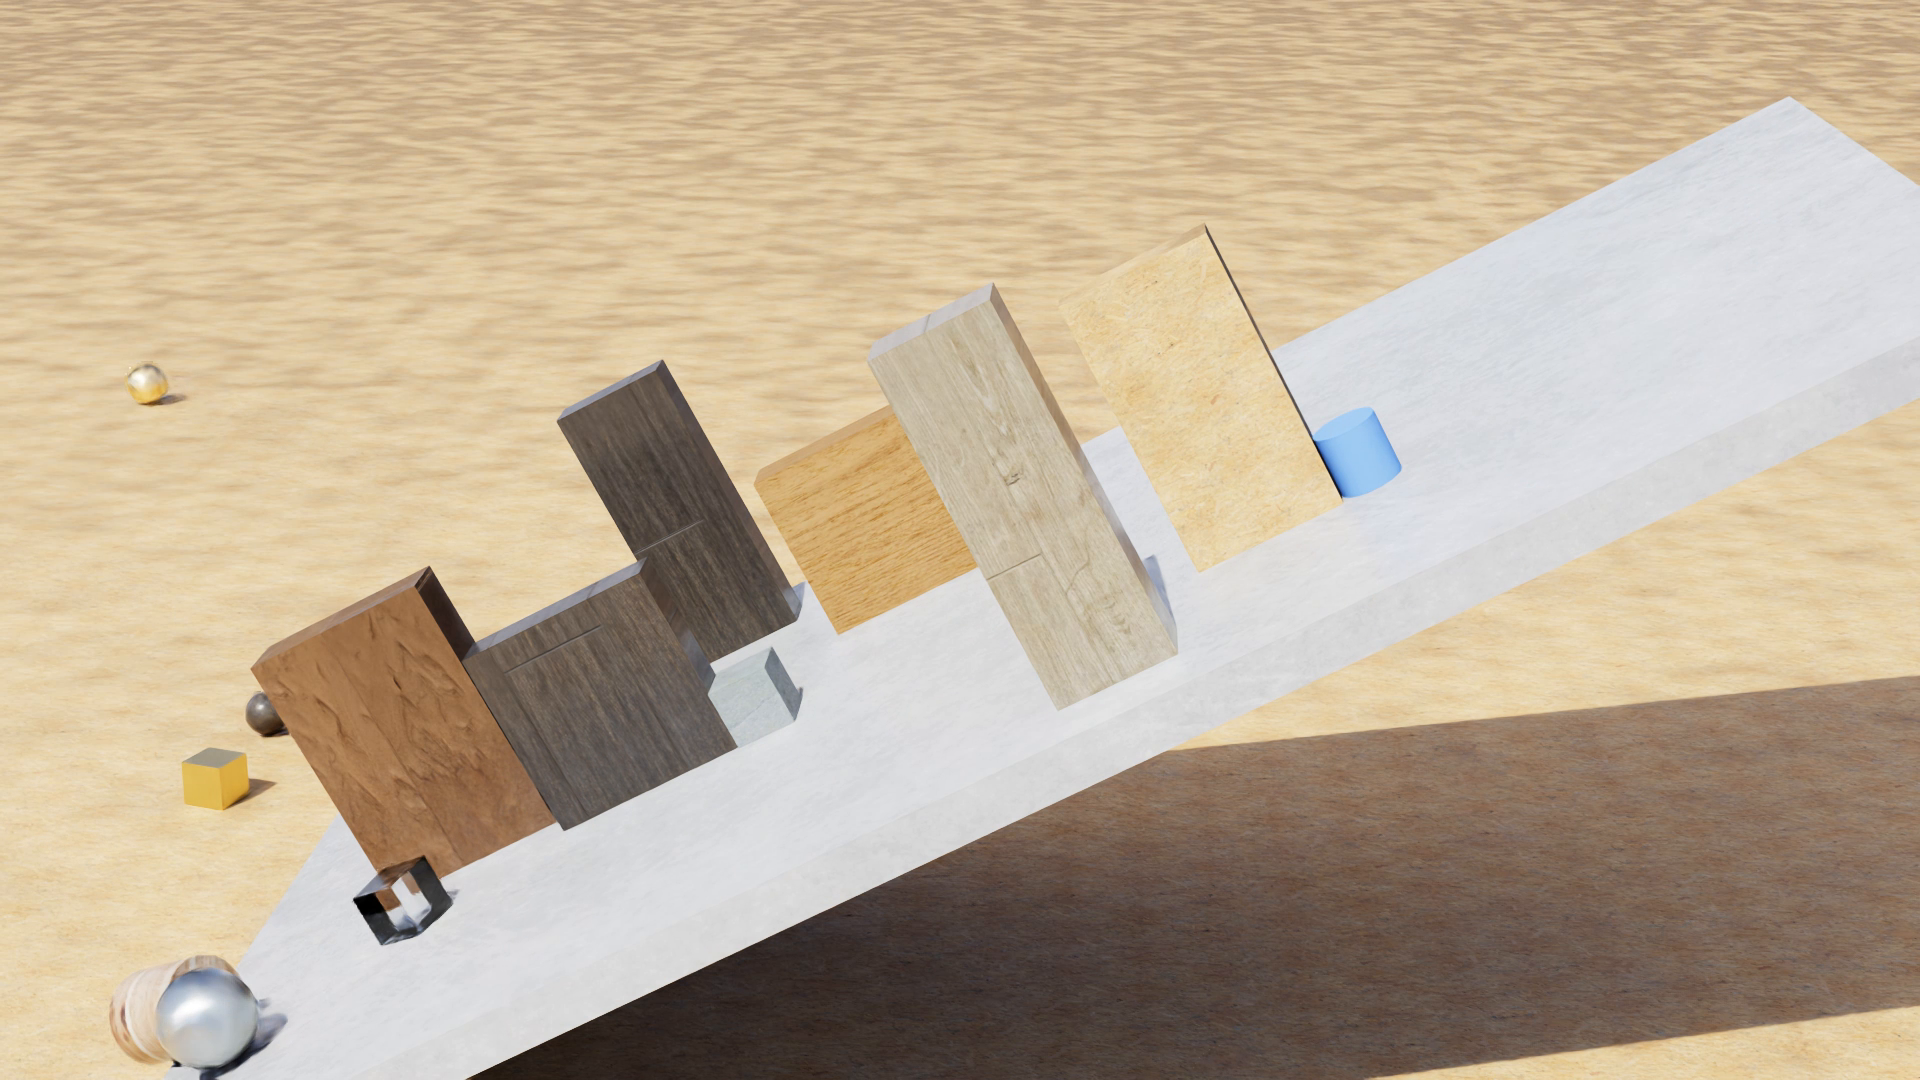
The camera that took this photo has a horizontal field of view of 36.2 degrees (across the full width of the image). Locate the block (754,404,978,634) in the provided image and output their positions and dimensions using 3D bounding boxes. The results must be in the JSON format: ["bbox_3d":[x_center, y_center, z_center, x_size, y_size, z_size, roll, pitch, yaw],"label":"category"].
[{"bbox_3d":[-0.203,-0.053,6.690,0.374,0.401,0.127,-26,14,10],"label":"block"}]

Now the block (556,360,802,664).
[{"bbox_3d":[-0.665,-0.060,7.010,0.270,0.690,0.114,-26,14,10],"label":"block"}]

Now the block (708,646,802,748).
[{"bbox_3d":[-0.438,0.337,6.310,0.137,0.137,0.137,-26,14,11],"label":"block"}]

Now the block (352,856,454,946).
[{"bbox_3d":[-1.185,0.768,6.258,0.124,0.124,0.124,-19,17,34],"label":"block"}]

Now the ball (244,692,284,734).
[{"bbox_3d":[-1.966,0.491,8.339,0.122,0.122,0.122,0,17,0],"label":"ball"}]

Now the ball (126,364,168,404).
[{"bbox_3d":[-3.285,-0.630,11.893,0.164,0.164,0.164,0,17,0],"label":"ball"}]

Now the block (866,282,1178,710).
[{"bbox_3d":[0.121,-0.077,5.413,0.250,0.748,0.150,-26,14,10],"label":"block"}]

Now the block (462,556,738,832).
[{"bbox_3d":[-0.763,0.333,6.329,0.438,0.437,0.118,-26,14,10],"label":"block"}]

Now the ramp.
[{"bbox_3d":[0.140,0.167,6.281,4.000,0.100,2.000,-26,14,10],"label":"ramp"}]

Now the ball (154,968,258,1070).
[{"bbox_3d":[-1.537,0.976,6.002,0.206,0.206,0.206,0,17,0],"label":"ball"}]

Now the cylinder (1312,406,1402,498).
[{"bbox_3d":[0.778,-0.172,5.761,0.130,0.130,0.130,-27,14,7],"label":"cylinder"}]

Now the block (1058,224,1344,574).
[{"bbox_3d":[0.471,-0.274,5.740,0.316,0.602,0.104,-26,14,10],"label":"block"}]

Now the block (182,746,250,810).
[{"bbox_3d":[-1.990,0.638,7.864,0.121,0.121,0.121,7,18,21],"label":"block"}]

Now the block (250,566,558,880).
[{"bbox_3d":[-1.210,0.429,6.495,0.420,0.613,0.146,-26,14,10],"label":"block"}]

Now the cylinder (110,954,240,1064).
[{"bbox_3d":[-1.647,0.991,6.200,0.203,0.203,0.203,-18,4,37],"label":"cylinder"}]
